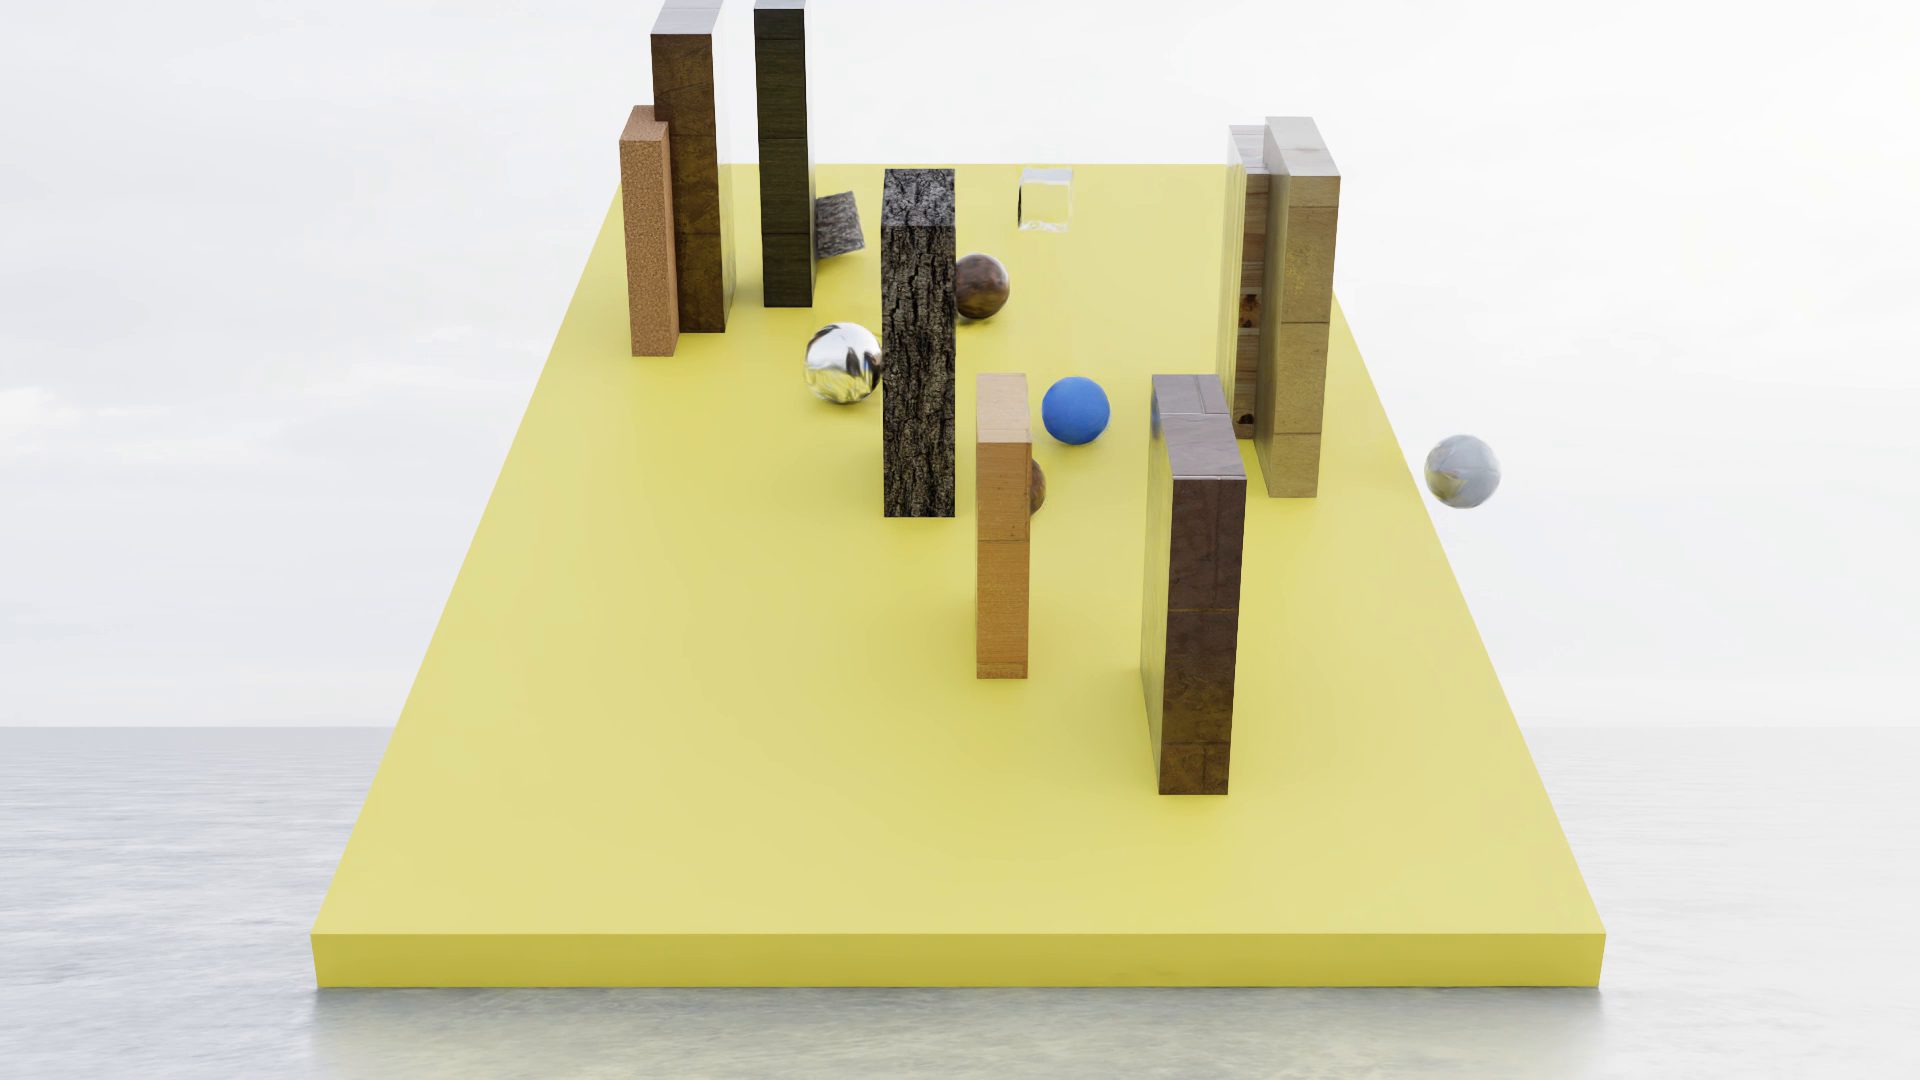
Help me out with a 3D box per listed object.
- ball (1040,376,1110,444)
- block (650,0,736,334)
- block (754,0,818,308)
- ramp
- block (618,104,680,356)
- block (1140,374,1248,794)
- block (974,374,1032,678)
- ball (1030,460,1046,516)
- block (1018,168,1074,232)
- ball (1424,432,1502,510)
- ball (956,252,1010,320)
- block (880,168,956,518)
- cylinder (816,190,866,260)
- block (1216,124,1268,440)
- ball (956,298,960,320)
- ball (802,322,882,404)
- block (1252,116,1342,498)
[{"bbox_3d":[0.259,-0.291,5.295,0.155,0.155,0.155,0,-4,0],"label":"ball"},{"bbox_3d":[-0.665,-0.942,5.930,0.146,0.759,0.364,0,26,0],"label":"block"},{"bbox_3d":[-0.444,-1.012,6.056,0.125,0.775,0.285,0,26,0],"label":"block"},{"bbox_3d":[-0.010,-0.228,5.455,2.000,0.100,4.000,0,26,0],"label":"ramp"},{"bbox_3d":[-0.755,-0.762,5.807,0.100,0.545,0.306,0,26,0],"label":"block"},{"bbox_3d":[0.395,0.071,4.066,0.117,0.588,0.443,0,26,0],"label":"block"},{"bbox_3d":[0.078,-0.029,4.394,0.094,0.476,0.323,0,26,0],"label":"block"},{"bbox_3d":[0.108,-0.110,4.934,0.147,0.147,0.147,0,-4,0],"label":"ball"},{"bbox_3d":[0.243,-0.963,6.681,0.140,0.140,0.140,4,26,7],"label":"block"},{"bbox_3d":[1.078,-0.147,5.054,0.164,0.164,0.164,0,-4,0],"label":"ball"},{"bbox_3d":[0.045,-0.646,6.002,0.169,0.169,0.169,0,-4,0],"label":"ball"},{"bbox_3d":[-0.085,-0.420,5.003,0.150,0.642,0.384,0,26,0],"label":"block"},{"bbox_3d":[-0.347,-0.851,6.381,0.156,0.156,0.156,-12,10,2],"label":"cylinder"},{"bbox_3d":[0.660,-0.590,5.375,0.089,0.623,0.372,0,26,0],"label":"block"},{"bbox_3d":[-0.075,-0.577,5.887,0.145,0.145,0.145,0,-4,0],"label":"ball"},{"bbox_3d":[-0.271,-0.414,5.502,0.190,0.190,0.190,0,-4,0],"label":"ball"},{"bbox_3d":[0.715,-0.507,5.100,0.102,0.716,0.429,0,26,0],"label":"block"}]
